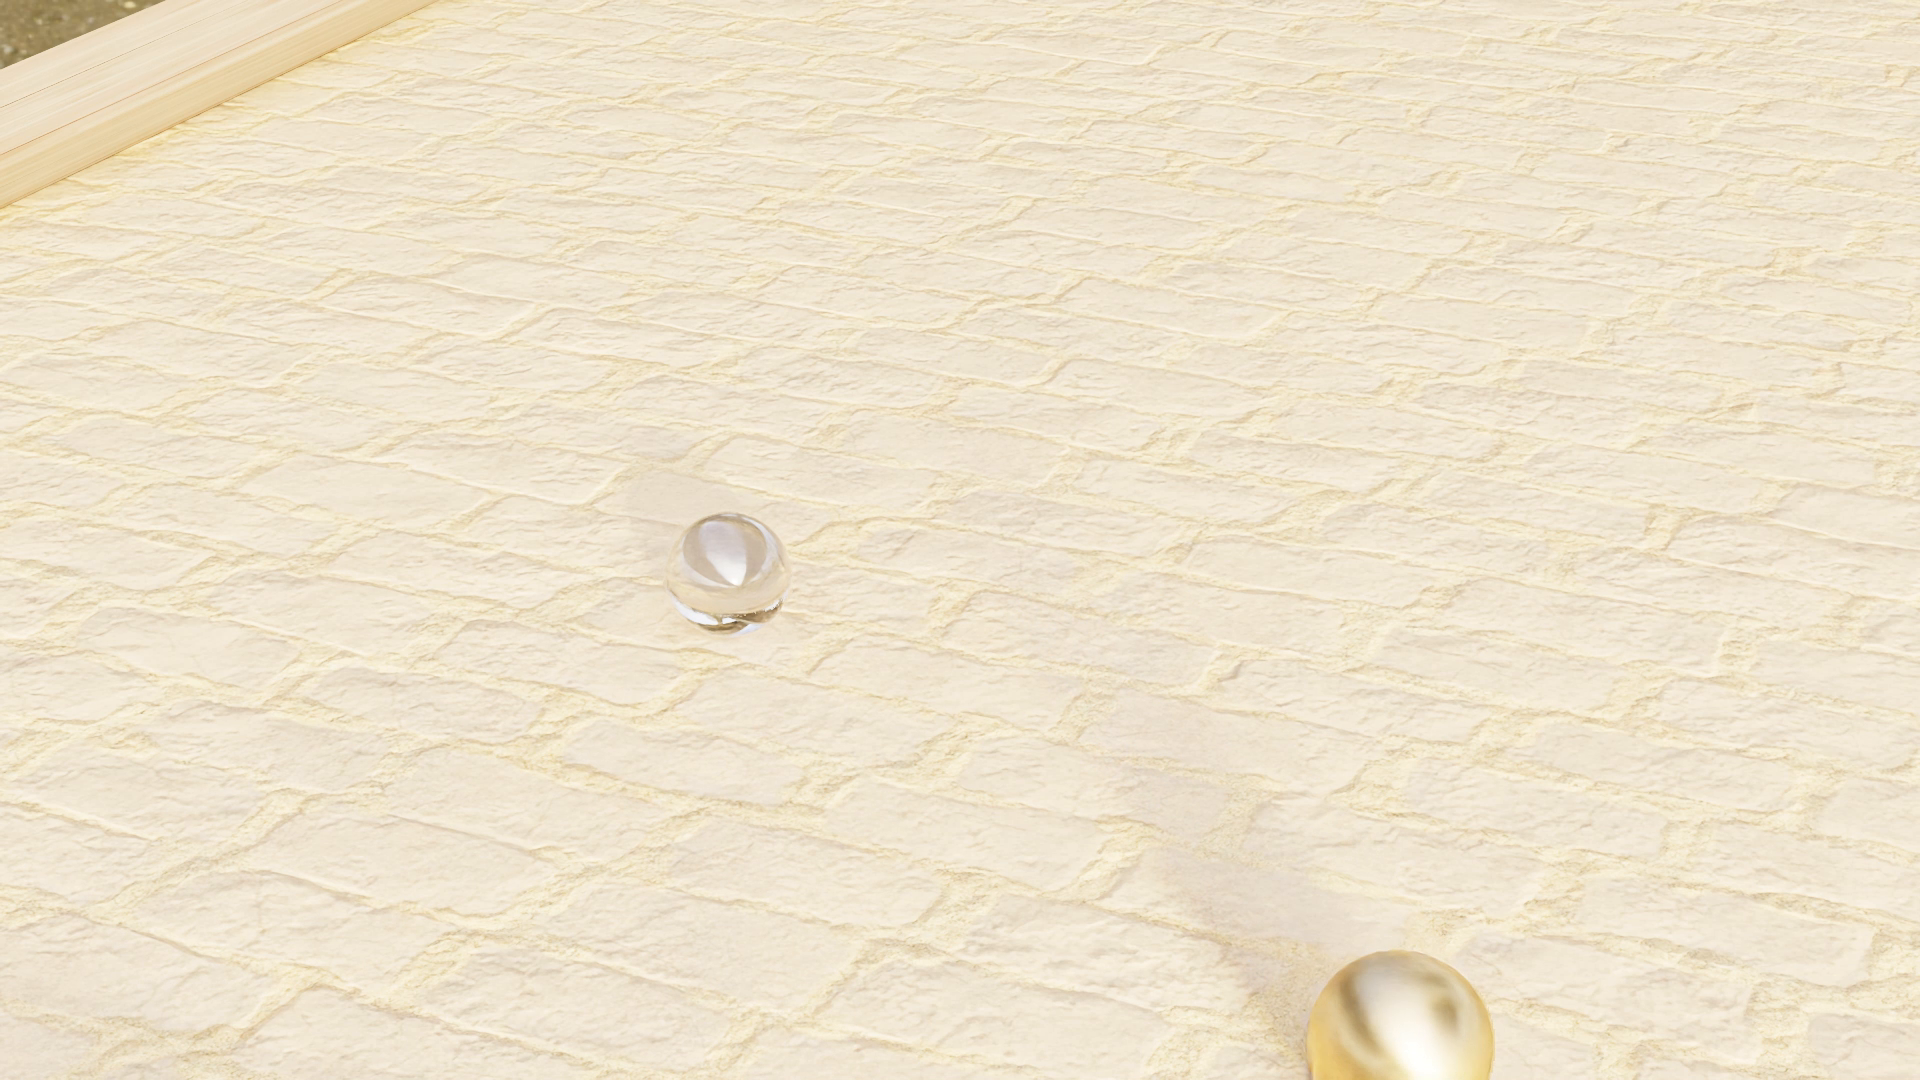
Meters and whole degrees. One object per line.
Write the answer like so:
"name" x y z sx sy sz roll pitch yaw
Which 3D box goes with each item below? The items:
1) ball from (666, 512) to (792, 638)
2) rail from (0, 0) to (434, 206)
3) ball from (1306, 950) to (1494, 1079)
"ball" -0.135 0.020 1.712 0.073 0.073 0.073 0 27 0
"rail" -0.508 -0.555 2.810 0.045 0.107 3.536 11 29 21
"ball" 0.195 0.223 1.302 0.082 0.082 0.082 0 27 0
